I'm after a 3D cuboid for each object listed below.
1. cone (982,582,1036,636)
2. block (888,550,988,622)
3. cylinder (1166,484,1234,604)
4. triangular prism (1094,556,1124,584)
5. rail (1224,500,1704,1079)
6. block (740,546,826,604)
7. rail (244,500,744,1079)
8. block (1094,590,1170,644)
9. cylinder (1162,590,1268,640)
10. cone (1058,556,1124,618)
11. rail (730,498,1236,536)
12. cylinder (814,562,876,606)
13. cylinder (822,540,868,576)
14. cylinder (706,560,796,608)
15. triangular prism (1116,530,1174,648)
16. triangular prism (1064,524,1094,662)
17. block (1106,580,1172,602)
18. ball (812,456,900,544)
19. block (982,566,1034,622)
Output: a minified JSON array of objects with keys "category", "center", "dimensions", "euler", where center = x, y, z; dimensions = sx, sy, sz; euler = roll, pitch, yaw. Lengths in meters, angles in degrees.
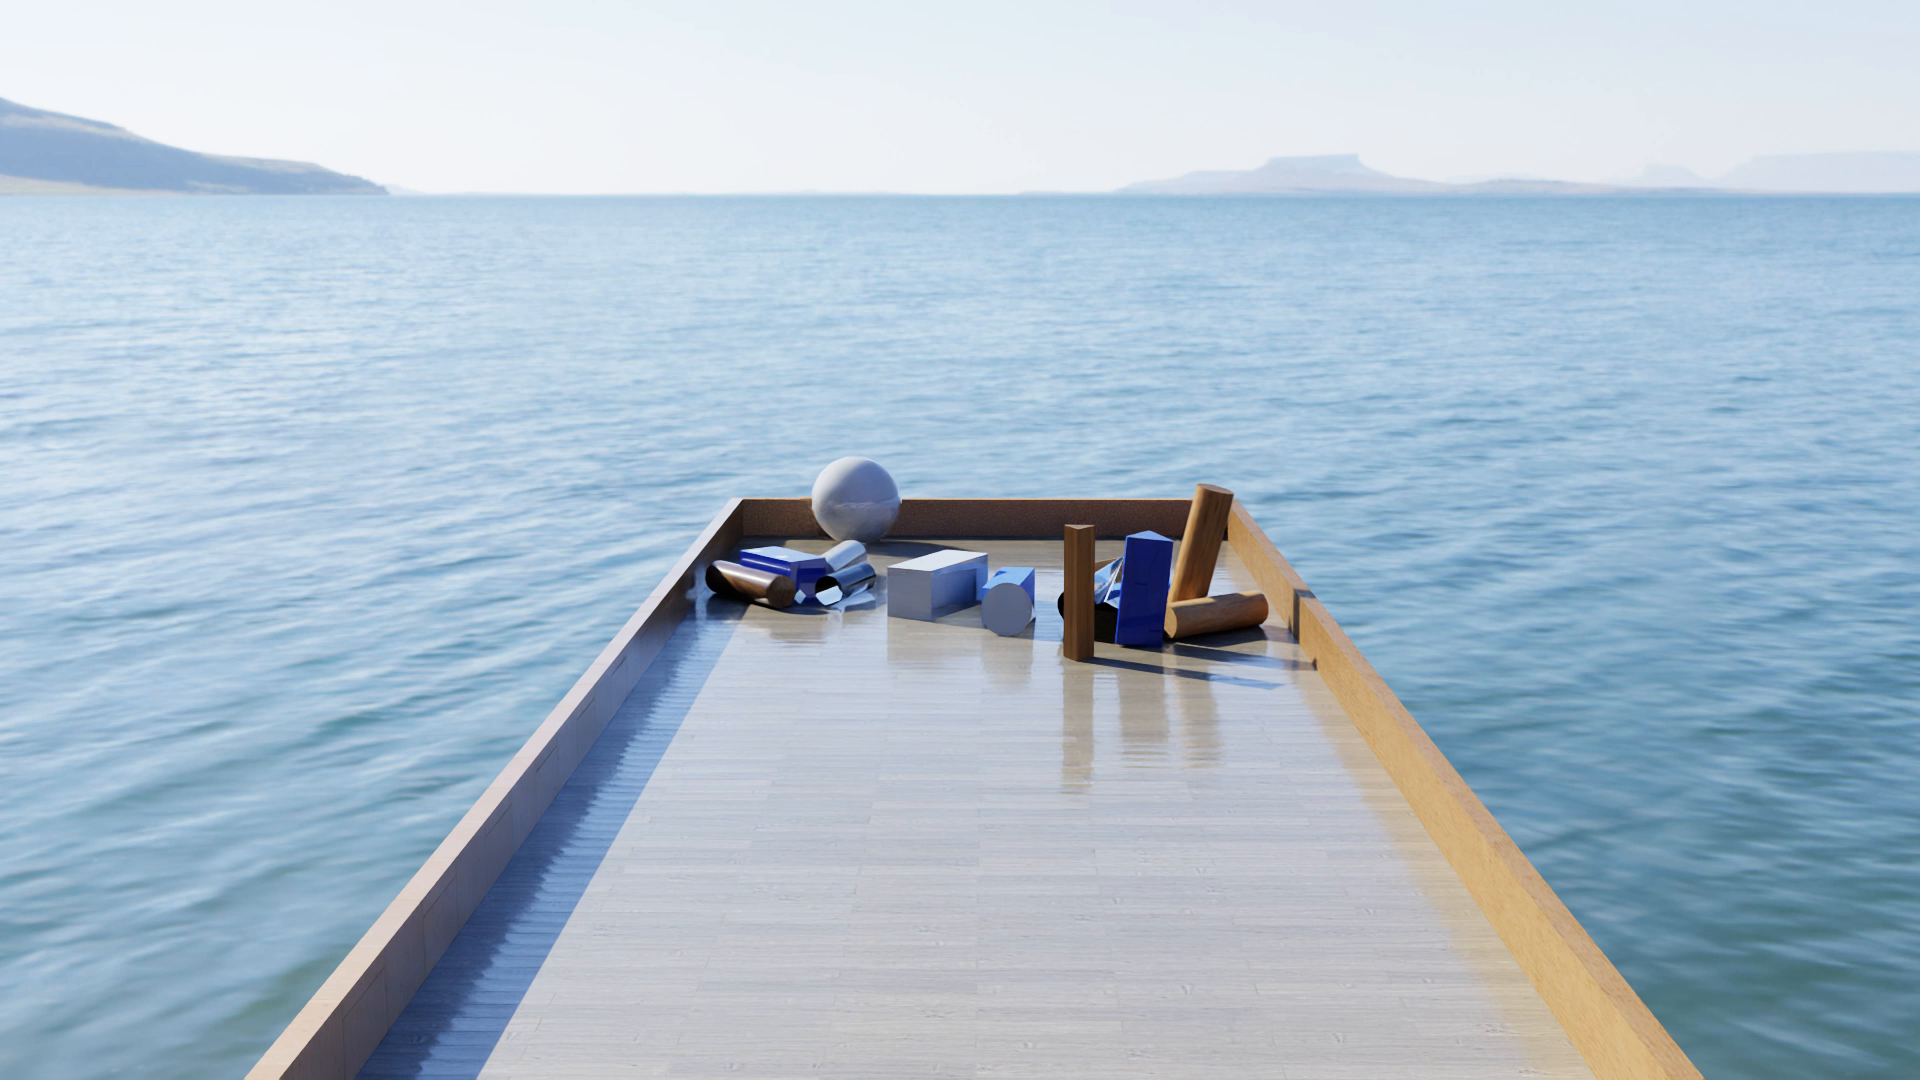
[{"category":"cone","center":[0.202,0.240,7.224],"dimensions":[0.172,0.172,0.336],"euler":[3,-5,19]},{"category":"block","center":[-0.073,0.152,7.511],"dimensions":[0.169,0.169,0.405],"euler":[5,10,28]},{"category":"cylinder","center":[0.778,0.051,7.178],"dimensions":[0.125,0.456,0.125],"euler":[13,12,-3]},{"category":"triangular prism","center":[0.549,0.129,7.748],"dimensions":[0.154,0.133,0.415],"euler":[8,12,42]},{"category":"rail","center":[1.046,0.843,3.208],"dimensions":[0.050,0.150,12.000],"euler":[0,9,1]},{"category":"block","center":[-0.625,0.123,7.755],"dimensions":[0.150,0.150,0.316],"euler":[-7,11,-38]},{"category":"rail","center":[-1.004,0.839,3.234],"dimensions":[0.050,0.150,12.000],"euler":[0,9,1]},{"category":"block","center":[0.554,0.242,7.153],"dimensions":[0.102,0.102,0.441],"euler":[5,10,29]},{"category":"cylinder","center":[0.812,0.241,7.116],"dimensions":[0.408,0.116,0.116],"euler":[-7,11,-37]},{"category":"cone","center":[0.470,0.138,7.273],"dimensions":[0.151,0.151,0.376],"euler":[5,30,29]},{"category":"rail","center":[0.099,-0.098,9.147],"dimensions":[2.100,0.150,0.050],"euler":[0,9,1]},{"category":"cylinder","center":[-0.400,0.153,7.717],"dimensions":[0.104,0.104,0.300],"euler":[3,10,20]},{"category":"cylinder","center":[-0.454,0.096,8.001],"dimensions":[0.125,0.125,0.450],"euler":[2,9,12]},{"category":"cylinder","center":[-0.733,0.154,7.671],"dimensions":[0.116,0.116,0.400],"euler":[-7,11,-38]},{"category":"triangular prism","center":[0.578,0.150,6.917],"dimensions":[0.145,0.342,0.126],"euler":[6,12,3]},{"category":"triangular prism","center":[0.351,0.159,6.705],"dimensions":[0.080,0.407,0.093],"euler":[6,11,35]},{"category":"block","center":[0.586,0.201,7.425],"dimensions":[0.332,0.100,0.100],"euler":[-5,10,-30]},{"category":"ball","center":[-0.424,-0.162,8.895],"dimensions":[0.355,0.355,0.355],"euler":[0,9,0]},{"category":"block","center":[0.167,0.184,7.489],"dimensions":[0.113,0.113,0.430],"euler":[2,9,10]}]
